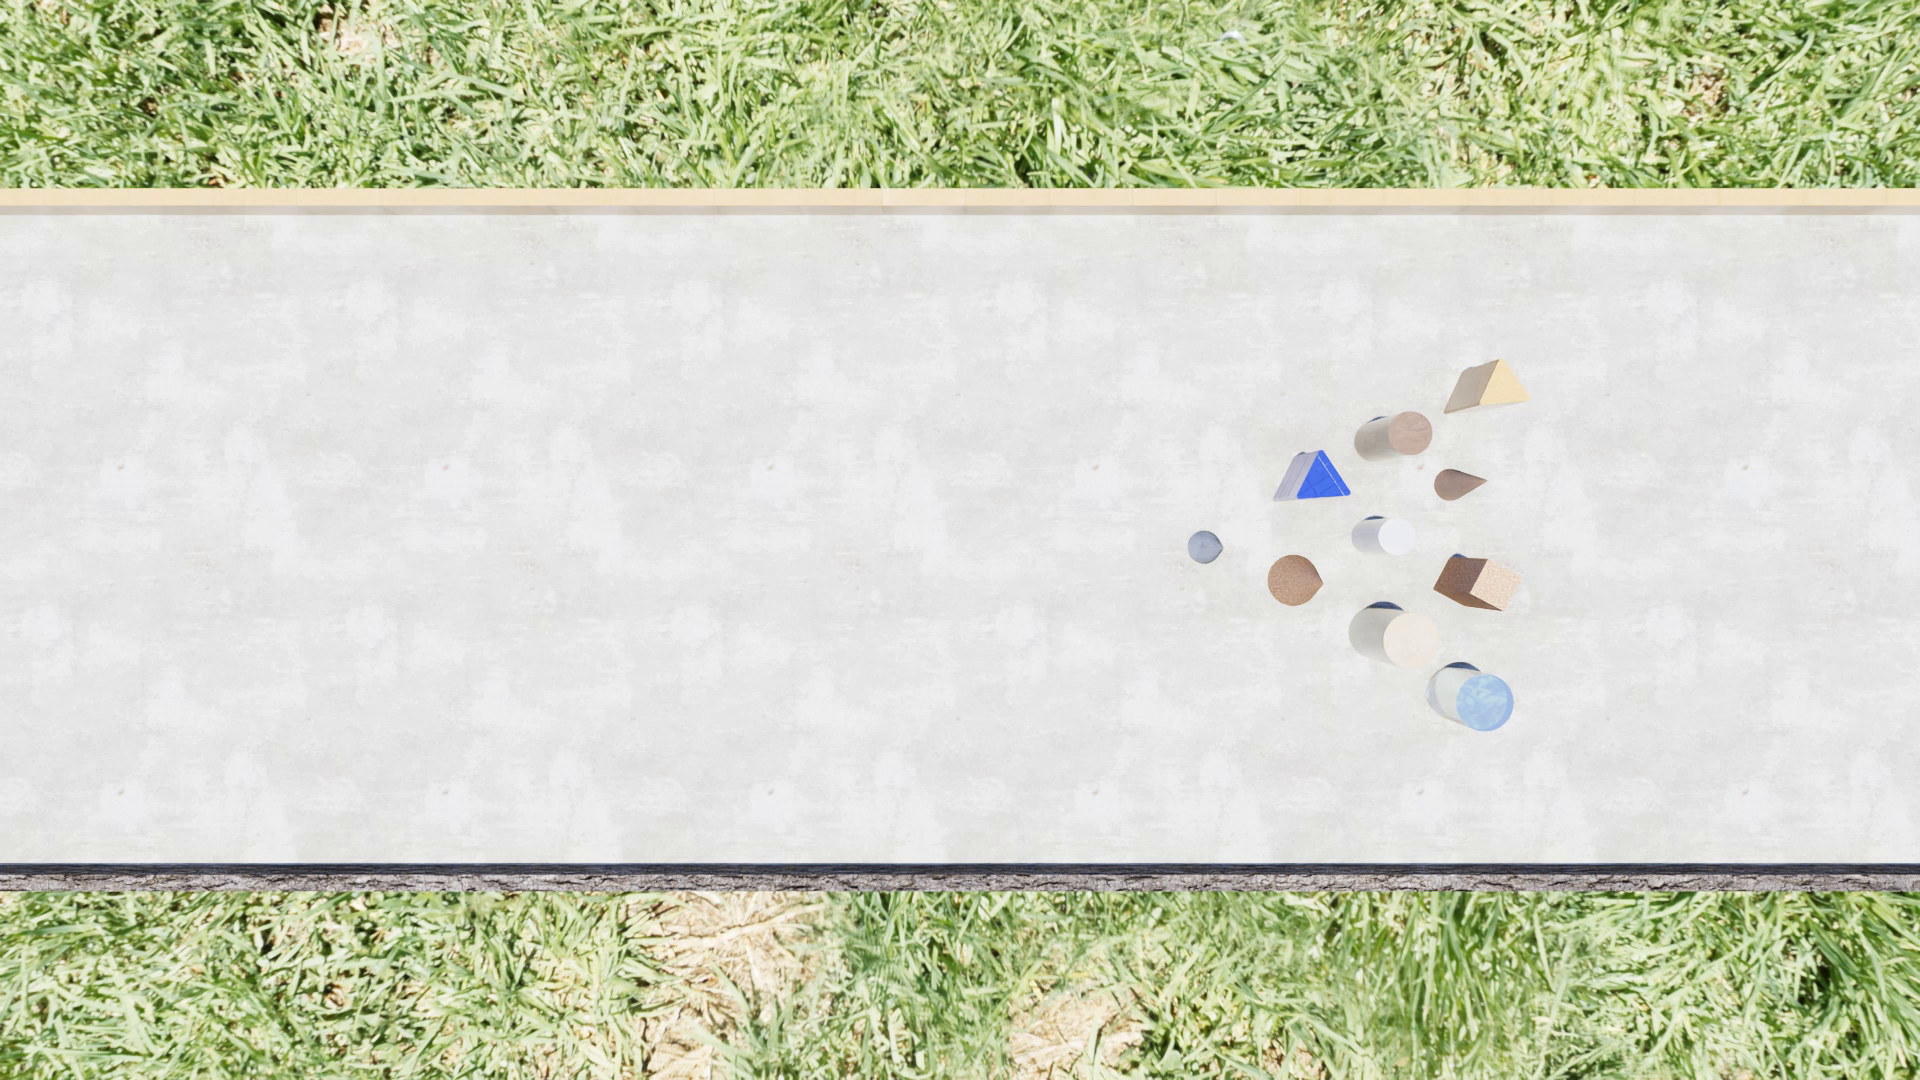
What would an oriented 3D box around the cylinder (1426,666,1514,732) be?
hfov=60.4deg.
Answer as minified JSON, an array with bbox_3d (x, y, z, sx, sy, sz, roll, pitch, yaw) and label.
[{"bbox_3d":[1.518,0.471,4.922,0.167,0.309,0.167,0,90,0],"label":"cylinder"}]

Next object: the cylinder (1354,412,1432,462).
[{"bbox_3d":[1.275,-0.302,4.873,0.126,0.408,0.126,0,90,0],"label":"cylinder"}]

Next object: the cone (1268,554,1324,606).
[{"bbox_3d":[1.026,0.124,4.862,0.159,0.430,0.159,0,90,0],"label":"cone"}]

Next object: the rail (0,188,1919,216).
[{"bbox_3d":[-2.247,-1.025,5.002,12.000,0.150,0.050,0,90,0],"label":"rail"}]

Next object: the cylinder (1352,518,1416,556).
[{"bbox_3d":[1.257,-0.010,4.910,0.107,0.332,0.107,0,90,0],"label":"cylinder"}]

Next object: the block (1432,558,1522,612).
[{"bbox_3d":[1.530,0.129,4.889,0.112,0.374,0.112,28,90,0],"label":"block"}]

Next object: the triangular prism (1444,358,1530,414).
[{"bbox_3d":[1.555,-0.458,4.899,0.145,0.355,0.125,-5,90,0],"label":"triangular prism"}]

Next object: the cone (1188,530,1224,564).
[{"bbox_3d":[0.752,0.022,4.882,0.104,0.389,0.104,0,90,0],"label":"cone"}]

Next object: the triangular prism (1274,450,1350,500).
[{"bbox_3d":[1.037,-0.192,4.895,0.154,0.363,0.133,-4,90,0],"label":"triangular prism"}]

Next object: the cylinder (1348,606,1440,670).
[{"bbox_3d":[1.276,0.285,4.867,0.160,0.419,0.160,0,90,0],"label":"cylinder"}]

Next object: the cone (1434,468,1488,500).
[{"bbox_3d":[1.509,-0.170,4.890,0.100,0.373,0.100,0,90,0],"label":"cone"}]

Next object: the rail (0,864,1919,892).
[{"bbox_3d":[-2.247,1.025,5.001,12.000,0.150,0.050,0,90,0],"label":"rail"}]
